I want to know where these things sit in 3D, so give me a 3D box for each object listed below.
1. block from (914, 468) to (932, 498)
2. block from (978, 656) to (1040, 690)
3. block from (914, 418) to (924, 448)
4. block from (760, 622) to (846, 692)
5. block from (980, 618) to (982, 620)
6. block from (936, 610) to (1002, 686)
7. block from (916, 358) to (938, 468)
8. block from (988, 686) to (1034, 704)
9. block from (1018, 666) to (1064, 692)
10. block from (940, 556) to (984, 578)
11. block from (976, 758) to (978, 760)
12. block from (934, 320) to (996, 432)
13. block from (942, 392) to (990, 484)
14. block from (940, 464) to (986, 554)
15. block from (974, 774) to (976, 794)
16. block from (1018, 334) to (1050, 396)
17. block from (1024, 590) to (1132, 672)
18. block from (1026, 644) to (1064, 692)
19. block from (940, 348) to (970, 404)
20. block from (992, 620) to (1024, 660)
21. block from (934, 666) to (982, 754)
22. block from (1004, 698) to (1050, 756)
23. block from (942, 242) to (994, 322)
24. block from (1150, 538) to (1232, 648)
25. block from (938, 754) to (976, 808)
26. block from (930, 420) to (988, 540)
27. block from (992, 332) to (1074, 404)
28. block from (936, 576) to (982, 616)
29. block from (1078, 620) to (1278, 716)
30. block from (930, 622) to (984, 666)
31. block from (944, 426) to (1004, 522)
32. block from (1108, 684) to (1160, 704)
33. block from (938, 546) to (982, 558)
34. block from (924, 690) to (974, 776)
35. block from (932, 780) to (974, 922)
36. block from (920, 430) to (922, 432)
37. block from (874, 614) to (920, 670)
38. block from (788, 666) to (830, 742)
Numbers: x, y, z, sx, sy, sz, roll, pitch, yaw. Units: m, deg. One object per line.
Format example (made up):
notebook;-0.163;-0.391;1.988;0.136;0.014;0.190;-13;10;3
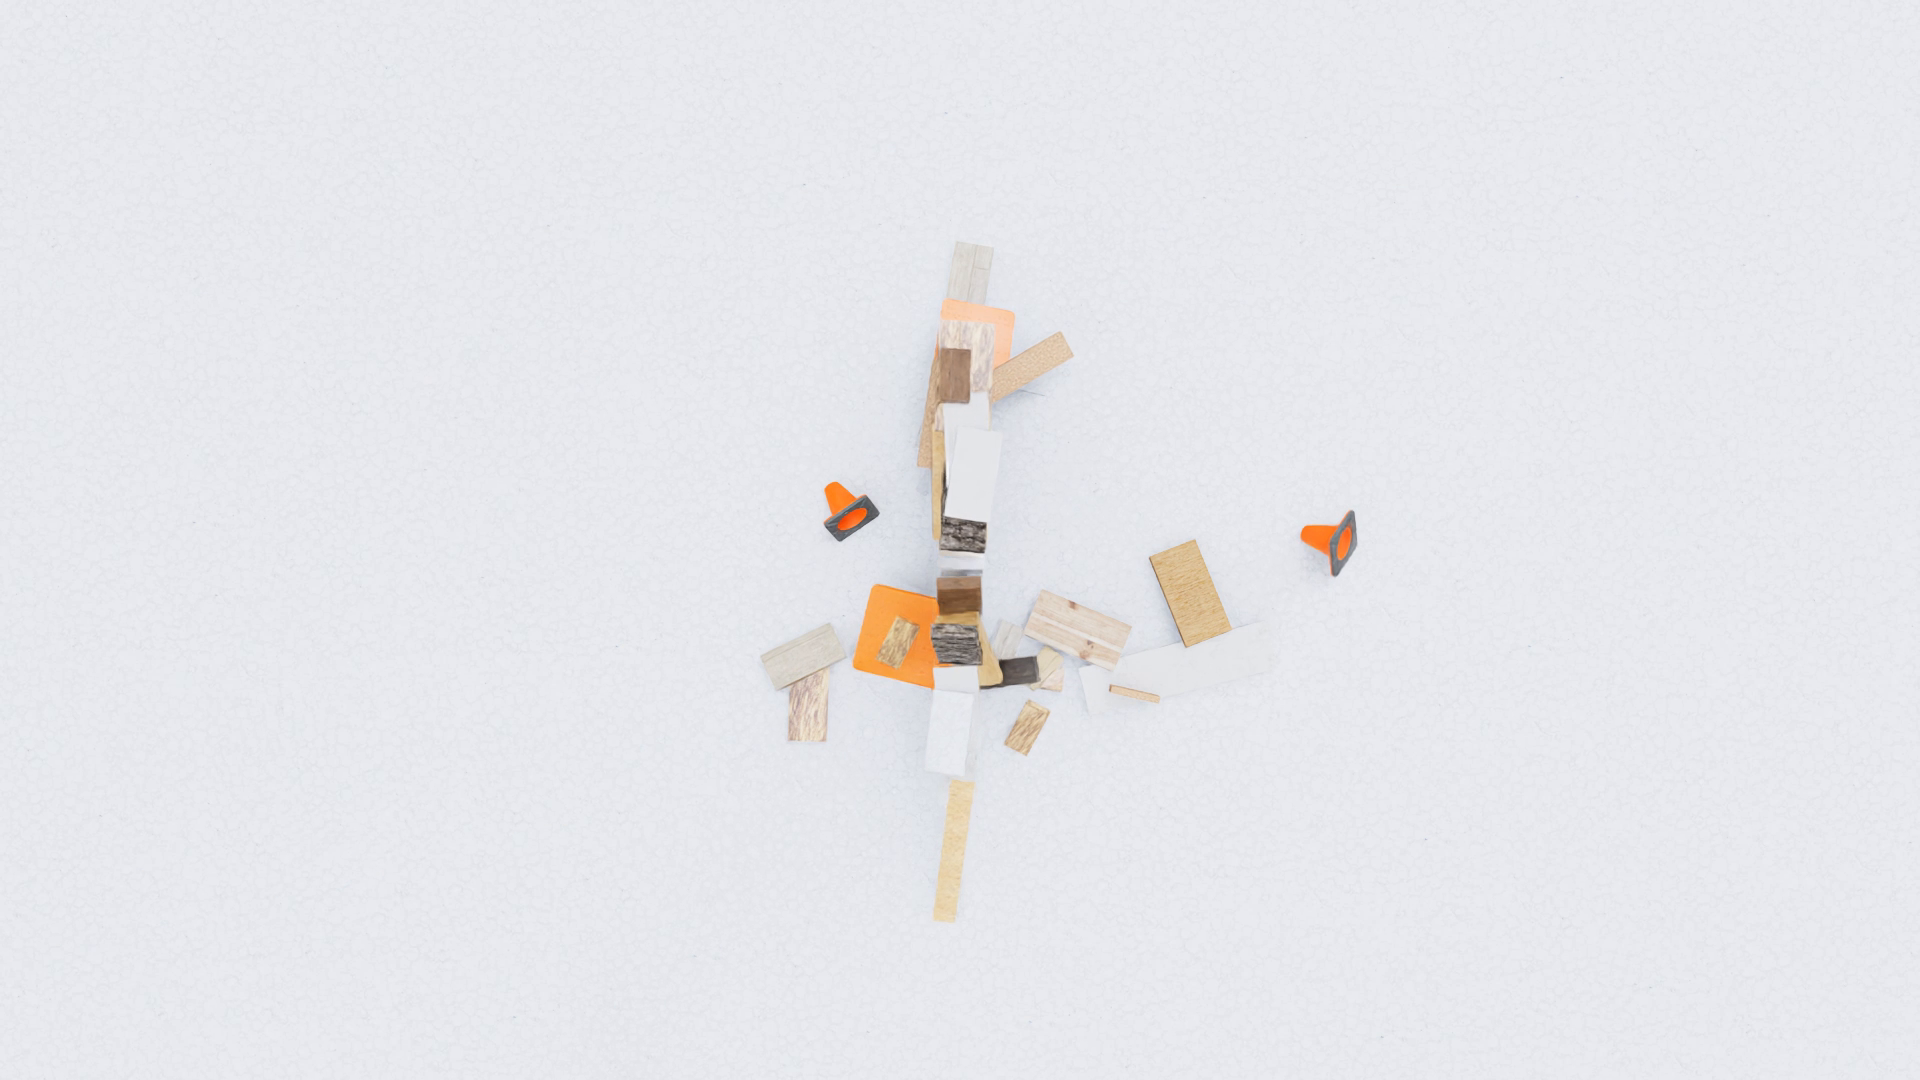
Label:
block;-0.093;-0.209;5.468;0.019;0.066;0.132;34;90;-36
block;0.152;0.438;5.430;0.220;0.024;0.086;-10;90;25
block;-0.051;-0.414;5.464;0.130;0.037;0.260;17;83;1
block;-0.518;0.387;5.451;0.257;0.036;0.128;-26;76;-7
block;0.026;0.235;5.392;0.079;0.022;0.158;-4;121;5
block;0.030;0.358;5.353;0.140;0.040;0.280;-9;125;18
block;-0.026;-0.402;5.347;0.176;0.050;0.352;7;102;-9
block;0.171;0.502;5.489;0.151;0.021;0.076;10;90;0
block;0.263;0.451;5.475;0.161;0.023;0.081;9;75;-3
block;0.005;0.122;5.363;0.139;0.277;0.039;2;70;0
block;-0.001;0.625;5.414;0.108;0.031;0.217;-1;46;0
block;0.014;-0.518;5.259;0.176;0.050;0.352;3;88;-7
block;0.021;-0.321;5.211;0.142;0.040;0.283;-4;97;-6
block;0.012;-0.101;5.240;0.142;0.040;0.283;5;67;-8
block;-0.003;0.748;5.400;0.108;0.217;0.031;0;122;0
block;0.258;-0.581;5.487;0.093;0.026;0.186;13;90;0
block;0.388;0.300;5.451;0.322;0.046;0.161;23;83;6
block;0.266;0.424;5.456;0.076;0.021;0.151;42;69;12
block;-0.015;-0.515;5.181;0.093;0.026;0.186;4;65;-7
block;0.150;0.355;5.489;0.081;0.023;0.161;22;90;0
block;-0.006;0.547;5.284;0.140;0.040;0.280;-3;85;3
block;0.224;0.622;5.475;0.086;0.024;0.172;28;98;-2
block;0.028;-0.851;5.482;0.130;0.037;0.260;10;90;0
block;0.761;0.177;5.453;0.161;0.046;0.322;-21;82;-1
block;-0.006;0.750;5.294;0.108;0.031;0.217;3;75;2
block;-0.004;-0.195;5.345;0.176;0.050;0.385;-2;103;-7
block;0.158;-0.531;5.381;0.442;0.026;0.093;-30;105;0
block;-0.001;0.179;5.193;0.139;0.277;0.039;-2;70;0
block;0.721;0.424;5.477;0.639;0.046;0.161;-14;90;0
block;-0.009;0.331;5.199;0.140;0.280;0.040;3;68;7
block;0.041;-0.205;5.178;0.142;0.040;0.284;9;93;-6
block;0.572;0.505;5.414;0.161;0.081;0.023;13;90;0
block;0.002;0.035;5.361;0.139;0.277;0.039;4;89;0
block;-0.034;0.611;5.241;0.128;0.036;0.257;7;85;4
block;-0.023;1.014;5.338;0.076;0.021;0.588;7;121;0
block;-0.027;-0.447;5.431;0.130;0.037;0.260;20;83;0
block;-0.203;0.334;5.387;0.086;0.024;0.172;25;114;-7
block;-0.502;0.539;5.482;0.128;0.036;0.256;2;90;0
